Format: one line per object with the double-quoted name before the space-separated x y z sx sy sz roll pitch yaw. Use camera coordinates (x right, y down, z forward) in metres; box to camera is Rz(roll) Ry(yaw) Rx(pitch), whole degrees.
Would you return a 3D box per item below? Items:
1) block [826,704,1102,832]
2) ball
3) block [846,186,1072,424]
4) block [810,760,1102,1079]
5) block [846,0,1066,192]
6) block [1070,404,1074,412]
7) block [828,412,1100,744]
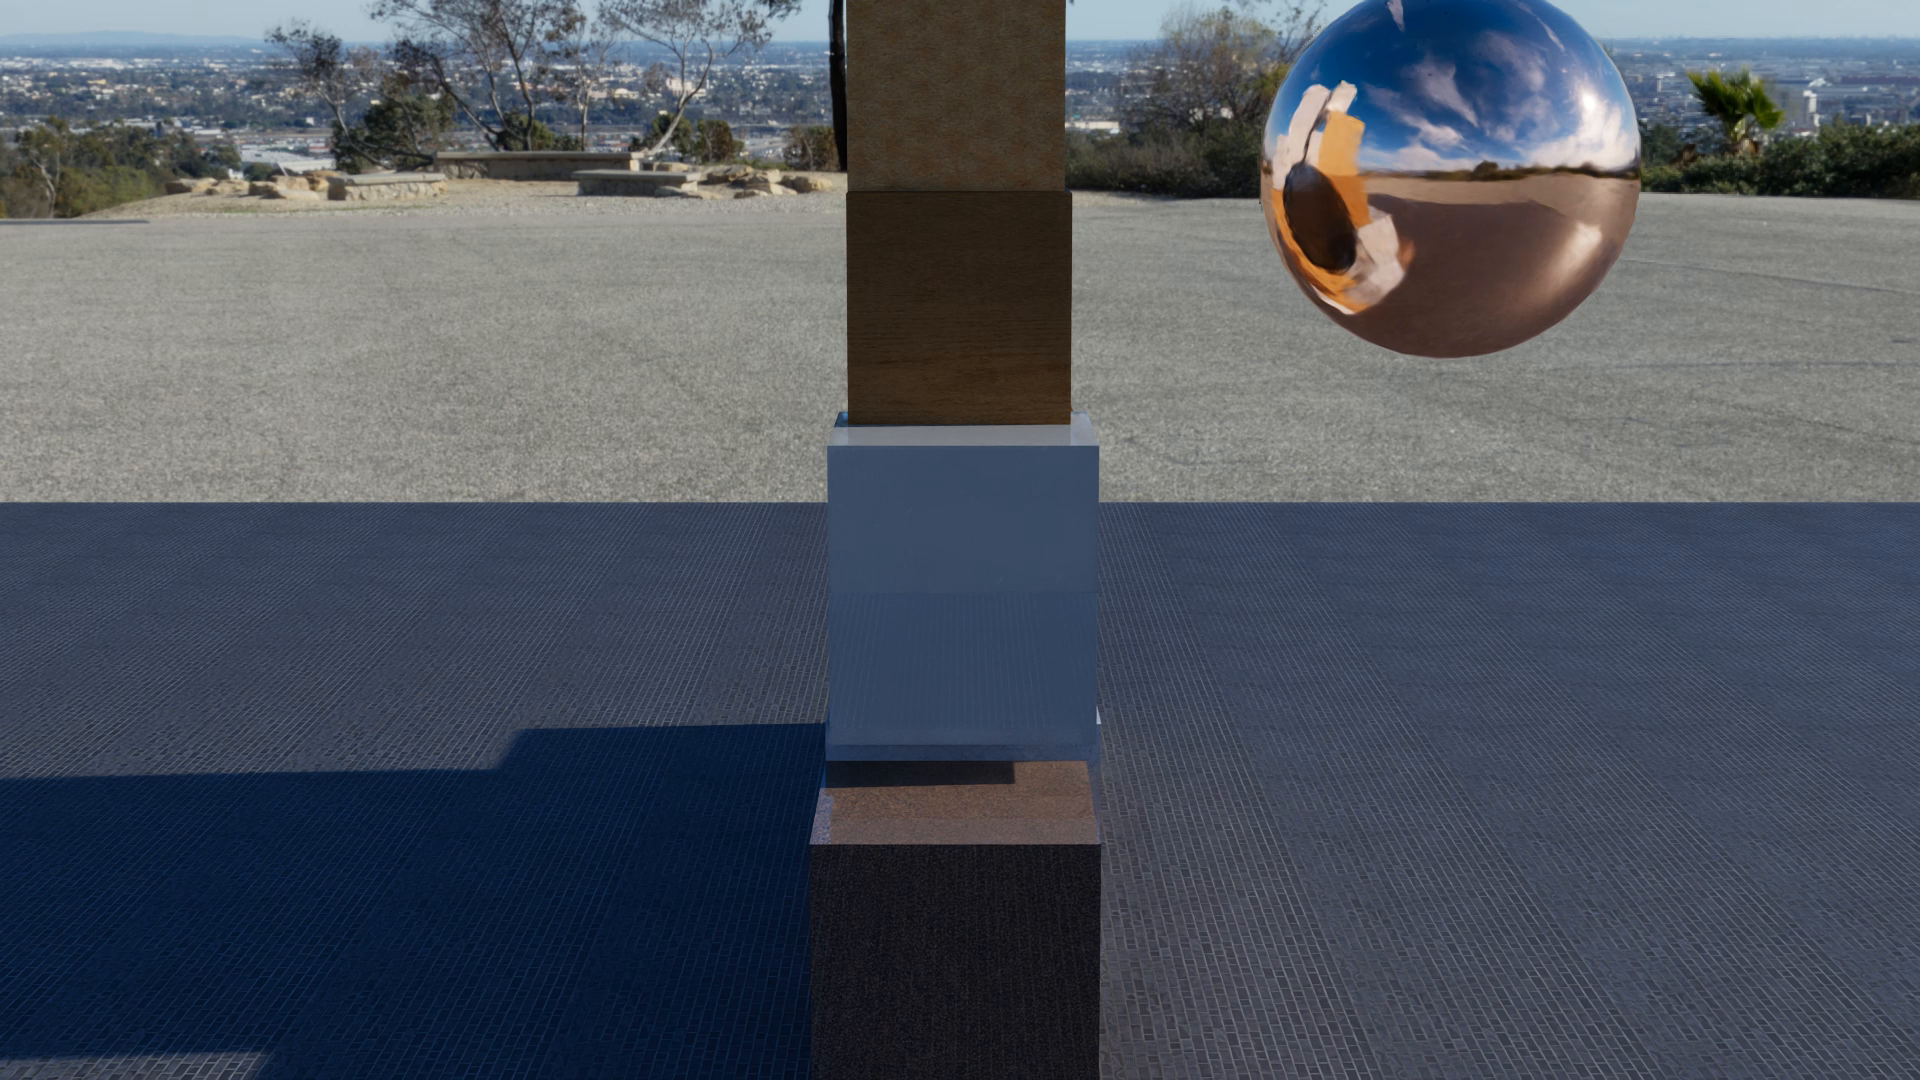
"block" 0.012 1.128 10.339 1.042 1.082 1.122 0 10 0
"ball" 2.074 -1.571 10.895 1.600 1.600 1.600 0 10 0
"block" -0.003 -0.945 10.096 0.847 0.871 0.873 0 10 0
"block" -0.016 1.394 9.263 0.985 0.942 1.070 0 10 0
"block" -0.015 -1.835 10.065 0.827 0.892 0.758 0 10 0
"block" 0.008 -0.180 11.596 0.964 0.915 1.045 0 10 0
"block" 0.012 0.122 9.756 0.976 1.106 0.940 0 10 0
